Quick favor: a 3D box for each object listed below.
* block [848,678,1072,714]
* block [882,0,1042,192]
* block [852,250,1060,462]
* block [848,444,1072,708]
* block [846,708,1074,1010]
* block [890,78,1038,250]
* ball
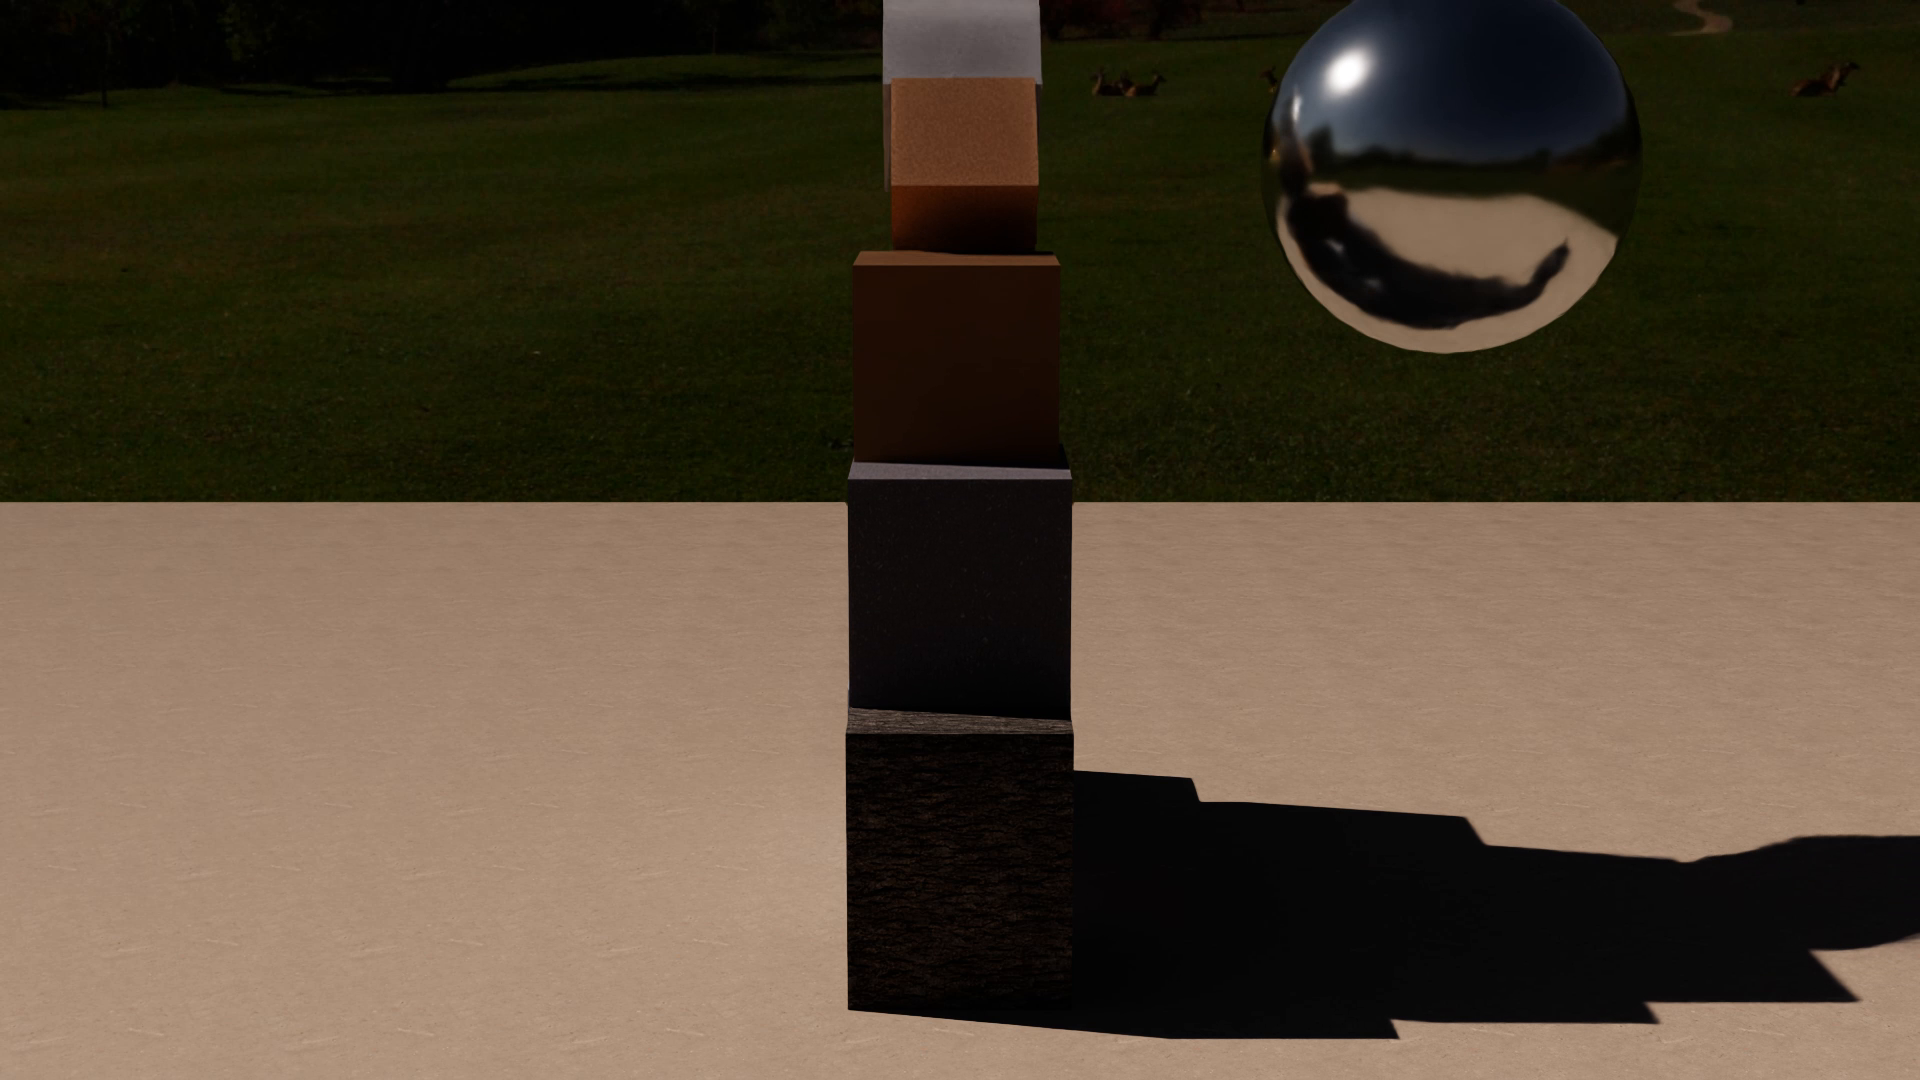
[{"bbox_3d":[-0.004,0.977,11.865,0.988,0.833,0.918,0,10,0],"label":"block"},{"bbox_3d":[0.005,-2.027,11.546,0.691,0.613,0.685,0,-35,-1],"label":"block"},{"bbox_3d":[-0.014,-0.770,10.557,0.816,0.781,0.844,0,10,0],"label":"block"},{"bbox_3d":[0.000,0.123,10.338,0.857,0.897,0.964,0,10,0],"label":"block"},{"bbox_3d":[-0.001,1.167,10.123,0.851,1.081,0.965,0,10,0],"label":"block"},{"bbox_3d":[0.015,-1.538,11.166,0.617,0.622,0.700,0,-34,-1],"label":"block"},{"bbox_3d":[2.074,-1.593,10.891,1.600,1.600,1.600,0,10,0],"label":"ball"}]
